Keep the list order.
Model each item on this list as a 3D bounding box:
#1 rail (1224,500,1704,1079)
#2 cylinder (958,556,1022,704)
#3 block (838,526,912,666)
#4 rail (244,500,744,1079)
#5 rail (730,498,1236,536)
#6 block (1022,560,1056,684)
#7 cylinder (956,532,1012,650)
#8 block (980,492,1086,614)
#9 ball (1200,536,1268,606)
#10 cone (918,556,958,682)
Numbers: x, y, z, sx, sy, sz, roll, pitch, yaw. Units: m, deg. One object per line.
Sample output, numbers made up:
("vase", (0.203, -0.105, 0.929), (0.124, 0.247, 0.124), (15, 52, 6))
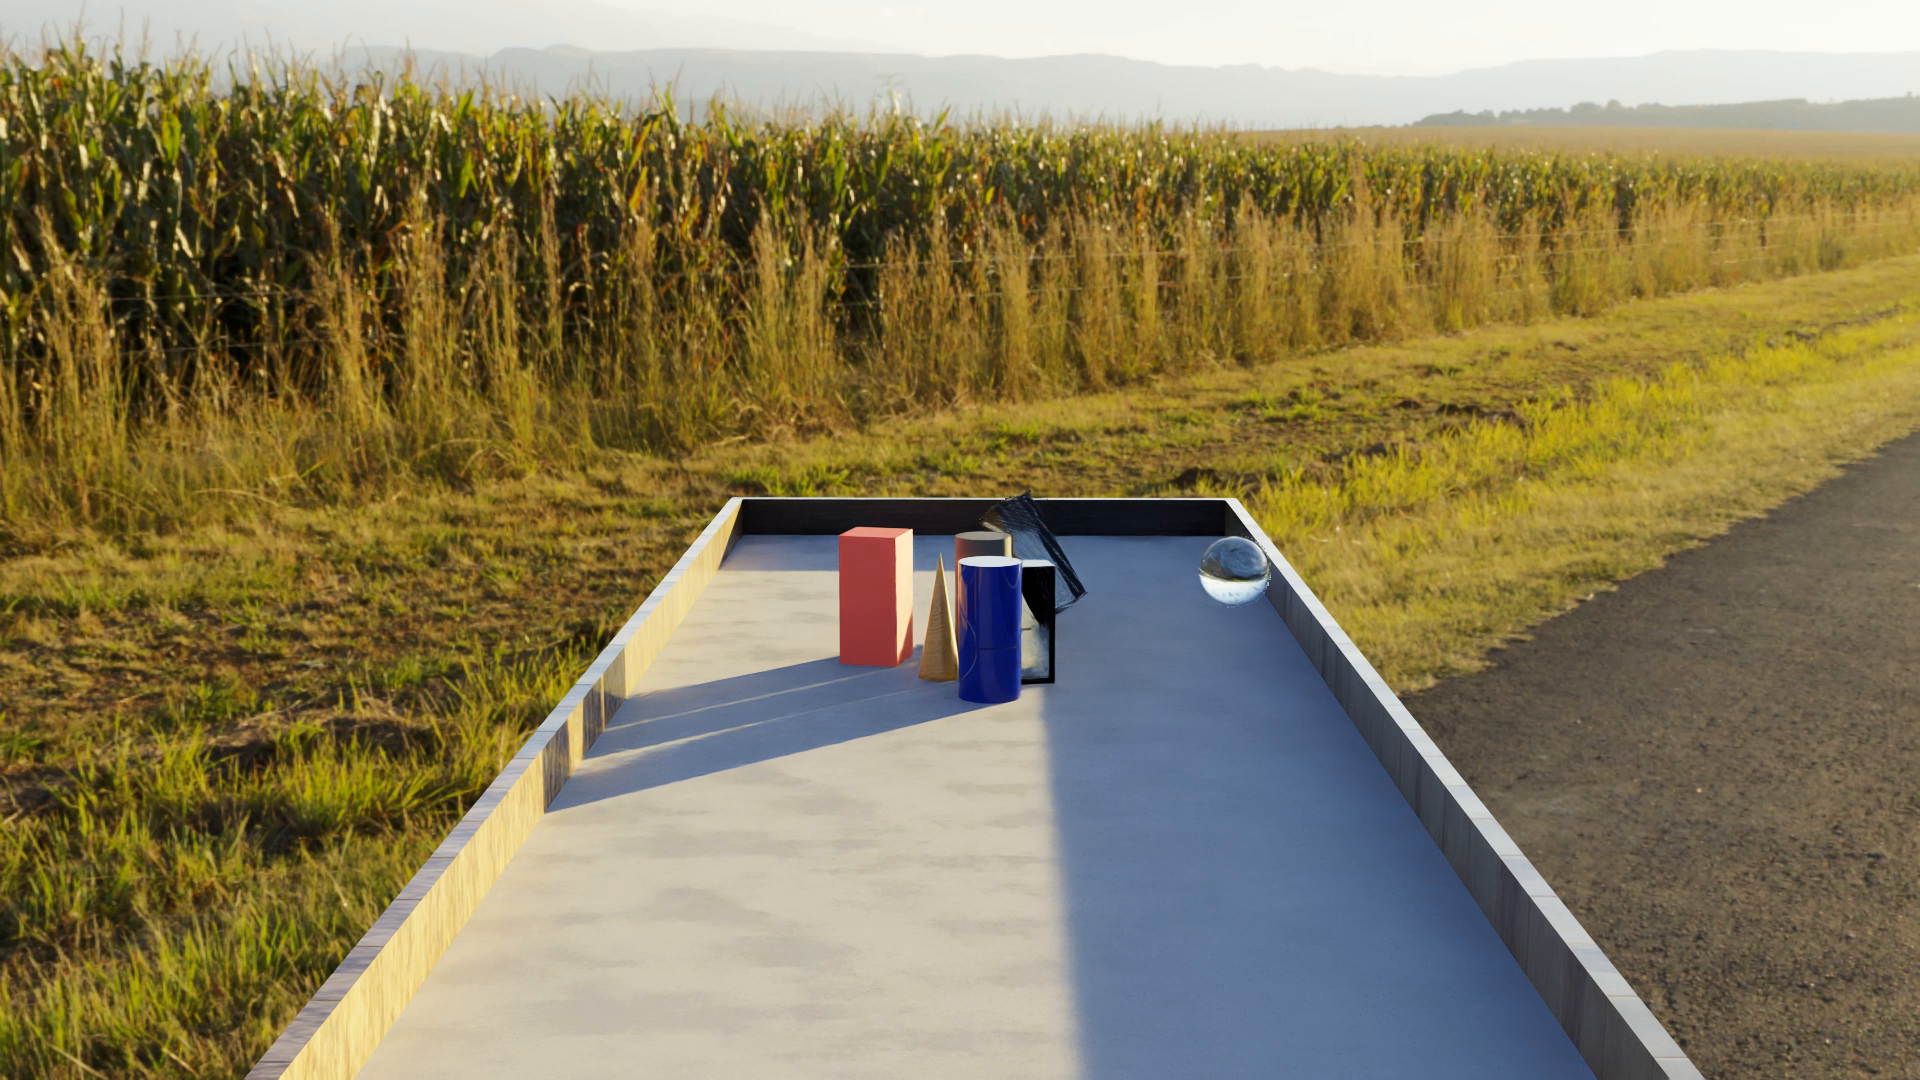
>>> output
("rail", (1.046, 0.843, 3.208), (0.050, 0.150, 12.000), (0, 9, 1))
("cylinder", (0.085, 0.251, 6.190), (0.179, 0.387, 0.179), (0, 9, 0))
("block", (-0.254, 0.171, 6.678), (0.178, 0.393, 0.178), (2, 9, 14))
("rail", (-1.004, 0.839, 3.234), (0.050, 0.150, 12.000), (0, 9, 1))
("rail", (0.099, -0.098, 9.147), (2.100, 0.150, 0.050), (0, 9, 1))
("block", (0.211, 0.238, 6.402), (0.109, 0.345, 0.109), (-2, 9, -11))
("cylinder", (0.070, 0.175, 6.686), (0.170, 0.381, 0.170), (0, 9, 0))
("block", (0.240, 0.058, 7.264), (0.142, 0.389, 0.142), (-25, -11, -26))
("ball", (0.896, 0.102, 7.191), (0.226, 0.226, 0.226), (0, 9, 0))
("cone", (-0.058, 0.217, 6.439), (0.127, 0.376, 0.127), (0, 9, 0))
